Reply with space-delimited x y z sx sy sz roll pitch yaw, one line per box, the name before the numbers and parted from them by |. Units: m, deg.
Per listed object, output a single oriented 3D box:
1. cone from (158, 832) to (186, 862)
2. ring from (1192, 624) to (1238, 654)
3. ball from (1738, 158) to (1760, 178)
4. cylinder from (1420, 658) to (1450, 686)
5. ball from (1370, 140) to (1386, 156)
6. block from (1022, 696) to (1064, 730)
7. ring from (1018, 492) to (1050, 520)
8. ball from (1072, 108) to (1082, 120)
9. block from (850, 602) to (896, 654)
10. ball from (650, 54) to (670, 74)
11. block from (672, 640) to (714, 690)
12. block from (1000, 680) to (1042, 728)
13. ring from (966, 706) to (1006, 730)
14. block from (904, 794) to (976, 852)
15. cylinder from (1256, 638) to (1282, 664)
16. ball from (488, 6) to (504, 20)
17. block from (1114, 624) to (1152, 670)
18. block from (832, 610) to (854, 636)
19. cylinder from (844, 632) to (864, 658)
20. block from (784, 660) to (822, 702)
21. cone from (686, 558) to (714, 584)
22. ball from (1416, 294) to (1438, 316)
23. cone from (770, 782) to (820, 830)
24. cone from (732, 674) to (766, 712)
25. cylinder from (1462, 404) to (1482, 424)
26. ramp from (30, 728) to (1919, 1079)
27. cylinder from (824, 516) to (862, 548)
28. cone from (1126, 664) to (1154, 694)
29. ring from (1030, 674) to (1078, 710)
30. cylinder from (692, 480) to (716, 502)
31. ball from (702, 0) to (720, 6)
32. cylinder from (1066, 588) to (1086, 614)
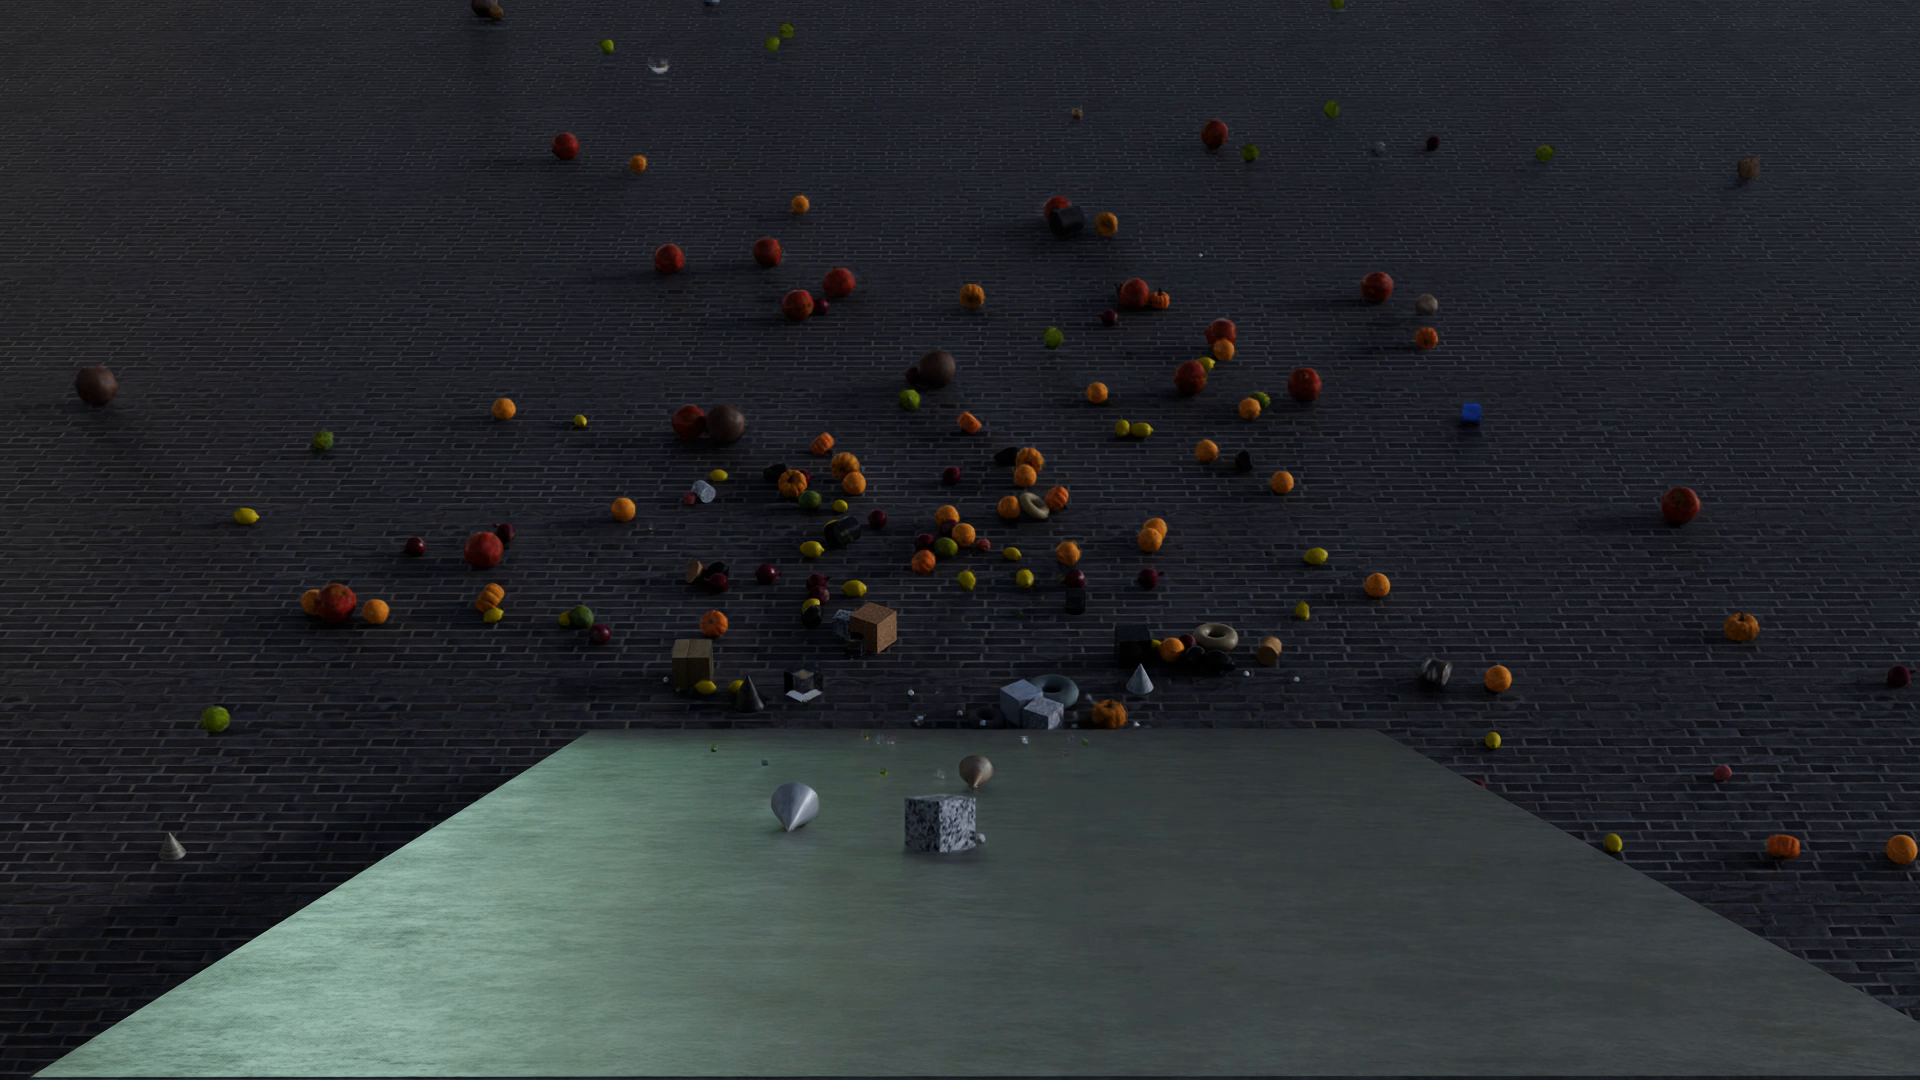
cone | -1.910 0.732 6.248 0.065 0.065 0.065 0 28 0
ring | 0.706 0.271 7.150 0.130 0.043 0.130 0 26 0
ball | 3.210 -1.513 10.507 0.087 0.087 0.087 0 28 0
cylinder | 1.284 0.354 6.972 0.062 0.062 0.062 17 32 29
ball | 1.743 -1.628 10.751 0.065 0.065 0.065 0 28 0
block | 0.217 0.467 6.741 0.077 0.077 0.077 17 32 29
ring | 0.225 -0.103 7.836 0.105 0.035 0.105 30 27 -17
ball | 0.507 -1.846 11.182 0.051 0.051 0.051 0 28 0
block | -0.240 0.243 7.152 0.092 0.092 0.092 17 32 30
ball | -1.366 -2.166 11.753 0.088 0.088 0.088 0 28 0
block | -0.720 0.335 6.968 0.099 0.099 0.099 0 28 0
block | 0.161 0.429 6.808 0.080 0.080 0.080 -20 34 -33
ring | 0.069 0.472 6.777 0.104 0.035 0.104 1 27 0
block | -0.033 0.474 4.328 0.083 0.083 0.083 -1 1 -45
cylinder | 0.848 0.303 7.074 0.058 0.058 0.058 12 21 22
ball | -2.247 -2.548 12.500 0.071 0.071 0.071 0 28 0
block | 0.472 0.292 7.064 0.086 0.086 0.086 -3 28 -5
block | -0.321 0.233 7.211 0.054 0.054 0.054 9 29 16
cylinder | -0.291 0.289 7.104 0.054 0.054 0.054 0 28 0
block | -0.419 0.379 6.913 0.072 0.072 0.072 23 35 36
cone | -0.745 0.097 7.493 0.074 0.074 0.074 16 18 -32
ball | 1.668 -0.839 9.229 0.081 0.081 0.081 0 28 0
cone | -0.299 0.492 4.586 0.089 0.089 0.089 2 28 4
cone | -0.562 0.395 6.859 0.093 0.093 0.093 0 28 0
cylinder | 1.672 -0.414 8.438 0.060 0.060 0.060 5 28 14
ramp | 0.062 0.562 4.600 2.000 0.100 4.000 0 1 0
cylinder | -0.349 -0.023 7.674 0.078 0.078 0.078 24 36 38
cone | 0.484 0.362 6.942 0.075 0.075 0.075 0 28 0
ring | 0.243 0.407 6.886 0.149 0.050 0.149 -1 27 1
cylinder | -0.788 -0.149 7.940 0.054 0.054 0.054 -18 33 -31
ball | -1.227 -2.674 12.713 0.096 0.096 0.096 0 28 0
cylinder | 0.327 0.174 7.321 0.057 0.057 0.057 0 28 0
